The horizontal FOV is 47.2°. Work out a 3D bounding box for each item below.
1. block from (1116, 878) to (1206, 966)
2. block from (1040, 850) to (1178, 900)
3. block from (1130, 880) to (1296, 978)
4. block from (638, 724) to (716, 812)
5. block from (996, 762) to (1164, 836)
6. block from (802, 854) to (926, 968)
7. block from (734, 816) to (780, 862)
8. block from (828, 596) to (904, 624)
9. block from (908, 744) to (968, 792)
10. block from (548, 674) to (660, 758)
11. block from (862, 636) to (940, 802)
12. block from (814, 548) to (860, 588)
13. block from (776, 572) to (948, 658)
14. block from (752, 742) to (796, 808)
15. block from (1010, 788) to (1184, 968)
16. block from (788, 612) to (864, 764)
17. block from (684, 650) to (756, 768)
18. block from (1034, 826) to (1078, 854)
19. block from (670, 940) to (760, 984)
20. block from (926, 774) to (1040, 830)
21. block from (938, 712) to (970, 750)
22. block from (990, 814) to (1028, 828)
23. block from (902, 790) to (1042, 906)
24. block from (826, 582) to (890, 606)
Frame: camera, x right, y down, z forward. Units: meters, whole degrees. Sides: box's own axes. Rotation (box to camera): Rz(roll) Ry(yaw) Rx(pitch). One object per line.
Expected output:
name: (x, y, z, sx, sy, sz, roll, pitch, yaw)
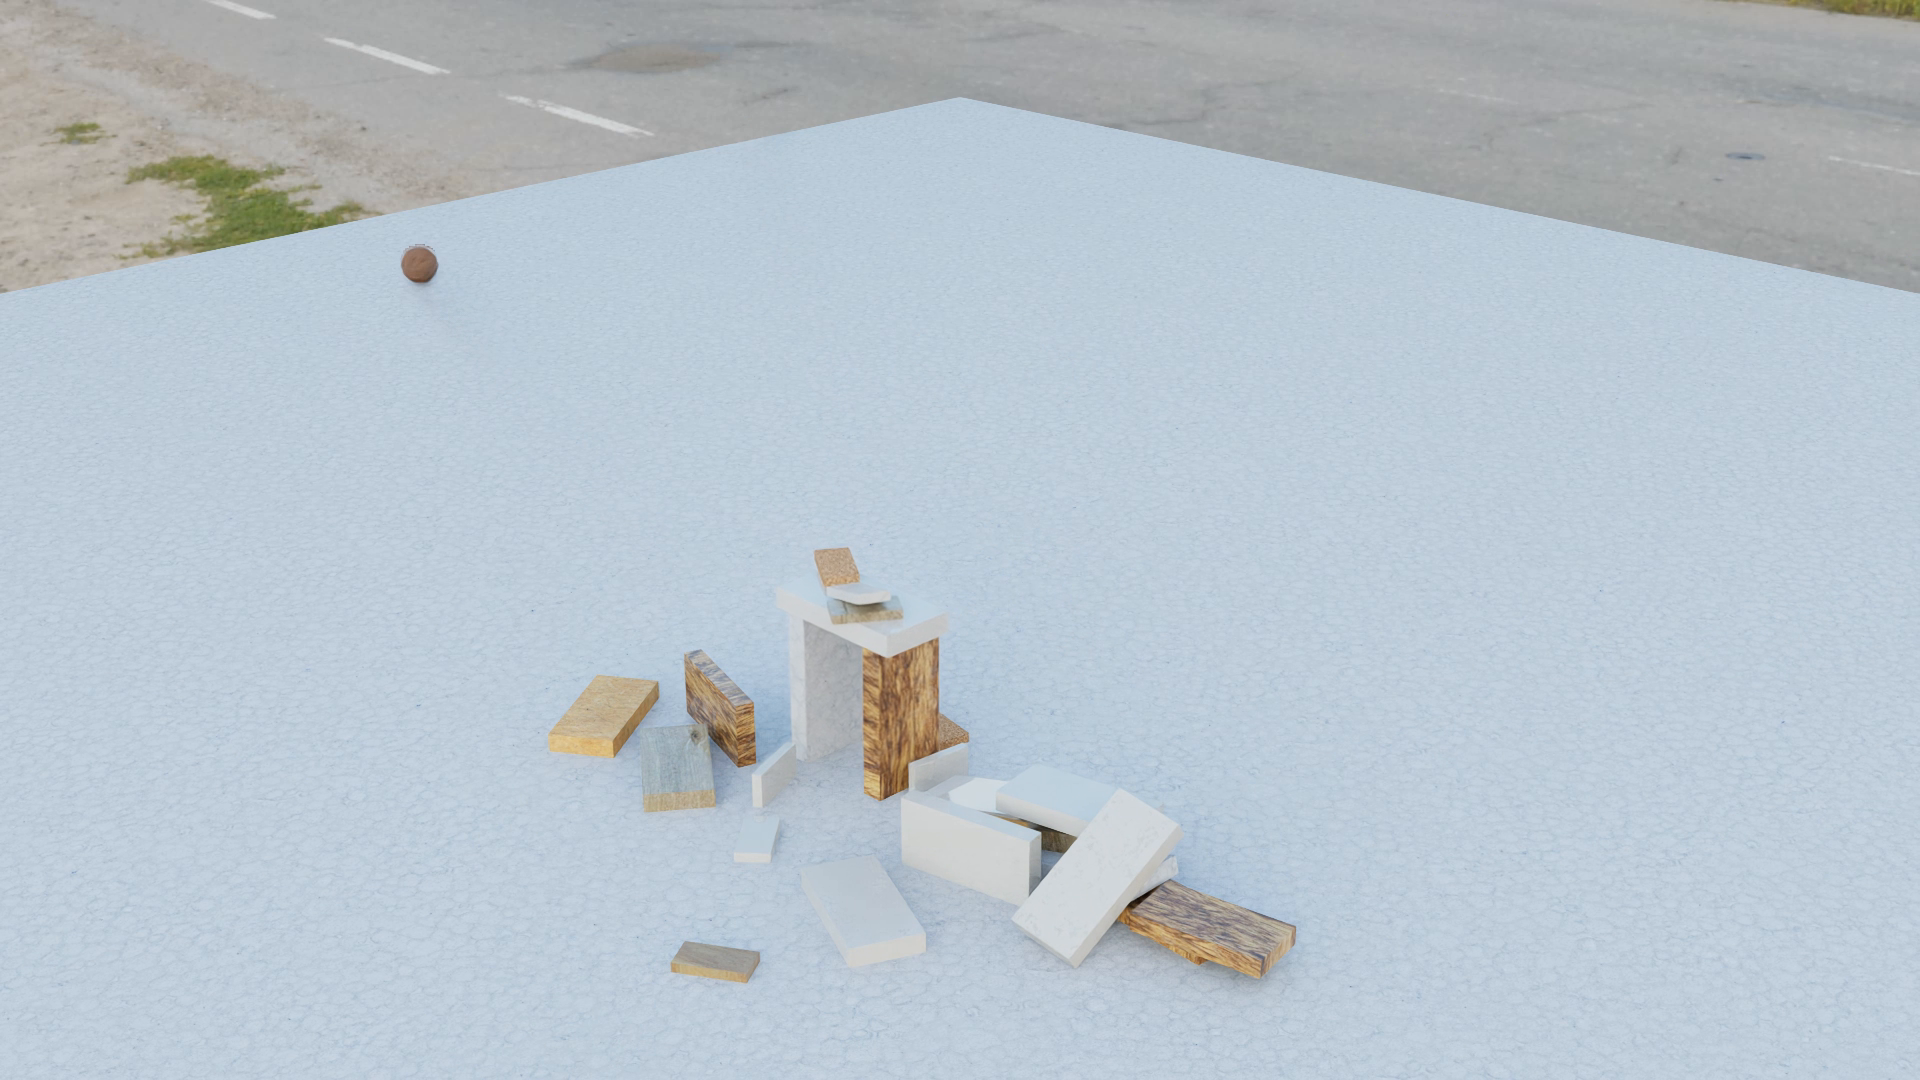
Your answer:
block: (0.389, 0.692, 4.081, 0.133, 0.038, 0.266, -19, 30, -38)
block: (0.268, 0.620, 4.171, 0.133, 0.038, 0.266, -22, 17, -41)
block: (0.455, 0.700, 3.966, 0.266, 0.038, 0.133, 15, 27, 32)
block: (-0.592, 0.474, 4.592, 0.145, 0.041, 0.290, -4, 23, -8)
block: (0.229, 0.511, 4.216, 0.290, 0.041, 0.145, 14, 26, 32)
block: (-0.182, 0.687, 4.090, 0.146, 0.041, 0.292, -8, 24, -19)
block: (-0.400, 0.590, 4.344, 0.072, 0.020, 0.143, 1, 23, 3)
block: (-0.190, 0.140, 4.419, 0.143, 0.020, 0.072, -4, 23, -10)
block: (-0.044, 0.476, 4.549, 0.142, 0.071, 0.020, -18, 29, -35)
block: (-0.775, 0.383, 4.806, 0.145, 0.041, 0.290, 5, 23, 11)
block: (-0.120, 0.351, 4.503, 0.168, 0.337, 0.048, -21, 32, -41)
block: (-0.259, 0.057, 4.616, 0.075, 0.021, 0.150, -5, 23, -11)
block: (-0.201, 0.142, 4.502, 0.168, 0.048, 0.337, -21, 31, -40)
block: (-0.381, 0.483, 4.527, 0.021, 0.075, 0.151, 10, 25, 22)
block: (0.252, 0.615, 4.018, 0.146, 0.041, 0.319, 29, 70, 38)
block: (-0.279, 0.288, 4.650, 0.168, 0.337, 0.048, -21, 31, -41)
block: (-0.517, 0.360, 4.728, 0.041, 0.145, 0.290, -12, 26, -26)
block: (0.218, 0.560, 4.289, 0.290, 0.041, 0.145, 2, 18, 43)
block: (-0.439, 0.758, 3.949, 0.143, 0.020, 0.072, 6, 24, 13)
block: (0.056, 0.526, 4.377, 0.290, 0.041, 0.145, 2, 17, 42)
block: (-0.053, 0.408, 4.771, 0.075, 0.021, 0.150, -15, 27, -31)
block: (0.055, 0.571, 4.279, 0.196, 0.071, 0.020, 6, 21, 41)
block: (0.019, 0.587, 4.189, 0.292, 0.146, 0.041, 15, 27, 31)
block: (-0.205, 0.108, 4.445, 0.071, 0.020, 0.142, -8, 10, -29)
